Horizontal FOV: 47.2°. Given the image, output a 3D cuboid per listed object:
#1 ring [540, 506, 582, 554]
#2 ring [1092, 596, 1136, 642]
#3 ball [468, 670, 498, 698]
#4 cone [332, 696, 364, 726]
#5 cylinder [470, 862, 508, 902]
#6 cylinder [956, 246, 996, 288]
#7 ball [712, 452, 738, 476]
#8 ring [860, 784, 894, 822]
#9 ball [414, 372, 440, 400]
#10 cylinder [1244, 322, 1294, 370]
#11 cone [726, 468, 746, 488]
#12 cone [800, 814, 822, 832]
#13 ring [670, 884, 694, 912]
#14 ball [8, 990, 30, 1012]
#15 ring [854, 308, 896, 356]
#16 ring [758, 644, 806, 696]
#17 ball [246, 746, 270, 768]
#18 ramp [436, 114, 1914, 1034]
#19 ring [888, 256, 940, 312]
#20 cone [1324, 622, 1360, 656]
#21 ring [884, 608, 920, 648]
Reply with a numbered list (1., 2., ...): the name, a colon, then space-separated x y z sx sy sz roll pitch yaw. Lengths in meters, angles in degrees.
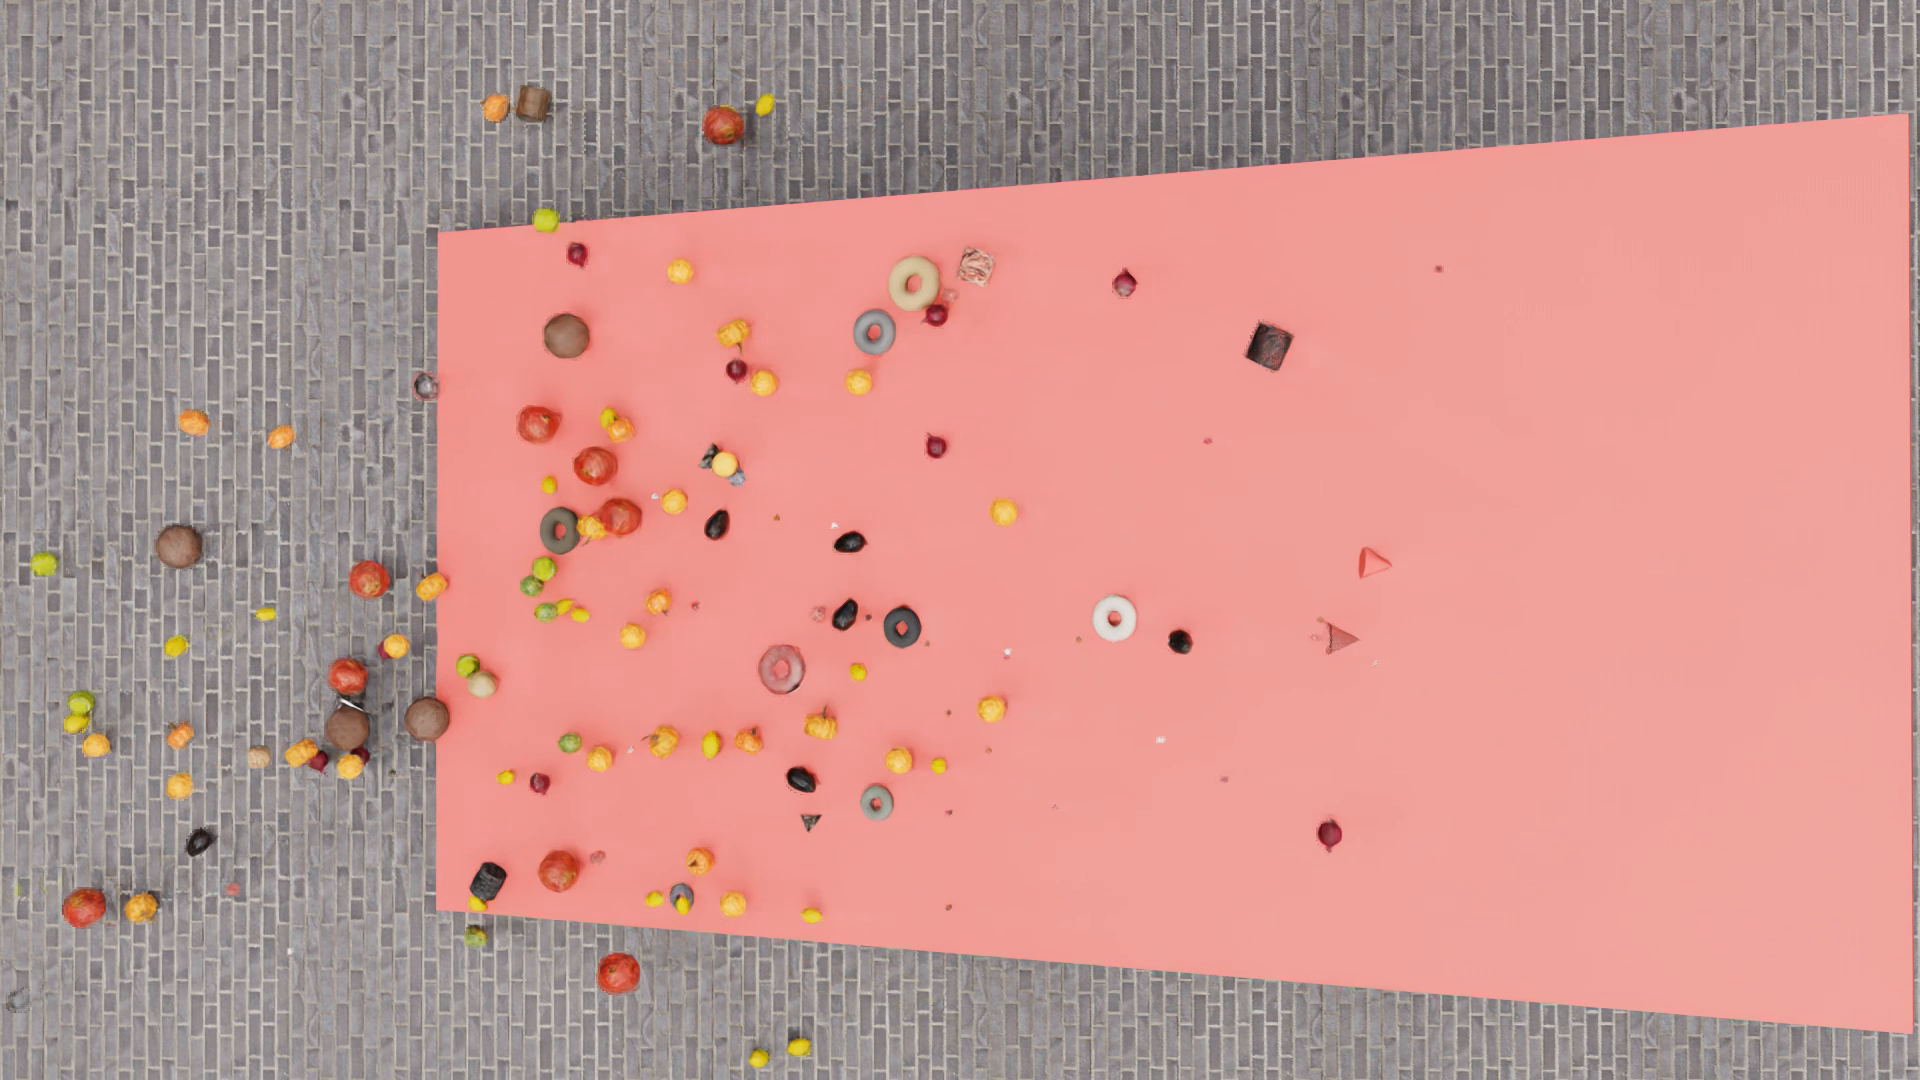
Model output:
1. ring: -1.142 -0.027 6.284 0.135 0.045 0.135 0 91 25
2. ring: 0.390 0.198 5.554 0.118 0.039 0.118 0 91 25
3. ball: -1.382 0.418 6.363 0.084 0.084 0.084 0 89 0
4. cone: -1.818 0.511 6.565 0.088 0.088 0.088 6 89 -27
5. cylinder: -1.364 0.988 6.359 0.080 0.080 0.080 30 103 0
6. cylinder: 0.042 -0.708 5.703 0.085 0.085 0.085 18 96 0
7. ball: -0.641 -0.207 5.995 0.070 0.070 0.070 0 89 0
8. ring: -0.221 0.699 5.843 0.097 0.032 0.097 -1 88 27
9. ball: -1.570 -0.453 6.474 0.078 0.078 0.078 0 89 0
10. cylinder: 0.754 -0.472 5.355 0.091 0.091 0.091 23 104 0
11. cone: -0.627 -0.173 6.033 0.055 0.055 0.055 0 90 29
12. cone: -0.396 0.754 5.931 0.053 0.053 0.053 -23 89 -3
13. ring: -0.772 0.992 6.106 0.078 0.026 0.078 0 90 26
14. ball: -2.800 1.370 6.543 0.065 0.065 0.065 0 89 0
15. ring: -0.228 -0.553 5.856 0.126 0.042 0.126 0 90 25
16. ring: -0.483 0.351 5.965 0.141 0.047 0.141 -1 88 25
17. ball: -2.089 0.647 6.550 0.067 0.067 0.067 0 89 0
18. ramp: 0.281 0.081 5.684 4.000 0.100 2.000 0 89 25
19. ring: -0.121 -0.677 5.802 0.149 0.050 0.149 -1 88 26
20. cone: 0.925 0.239 5.300 0.081 0.081 0.081 0 89 -3
21. ring: -0.153 0.231 5.815 0.108 0.036 0.108 0 90 25
